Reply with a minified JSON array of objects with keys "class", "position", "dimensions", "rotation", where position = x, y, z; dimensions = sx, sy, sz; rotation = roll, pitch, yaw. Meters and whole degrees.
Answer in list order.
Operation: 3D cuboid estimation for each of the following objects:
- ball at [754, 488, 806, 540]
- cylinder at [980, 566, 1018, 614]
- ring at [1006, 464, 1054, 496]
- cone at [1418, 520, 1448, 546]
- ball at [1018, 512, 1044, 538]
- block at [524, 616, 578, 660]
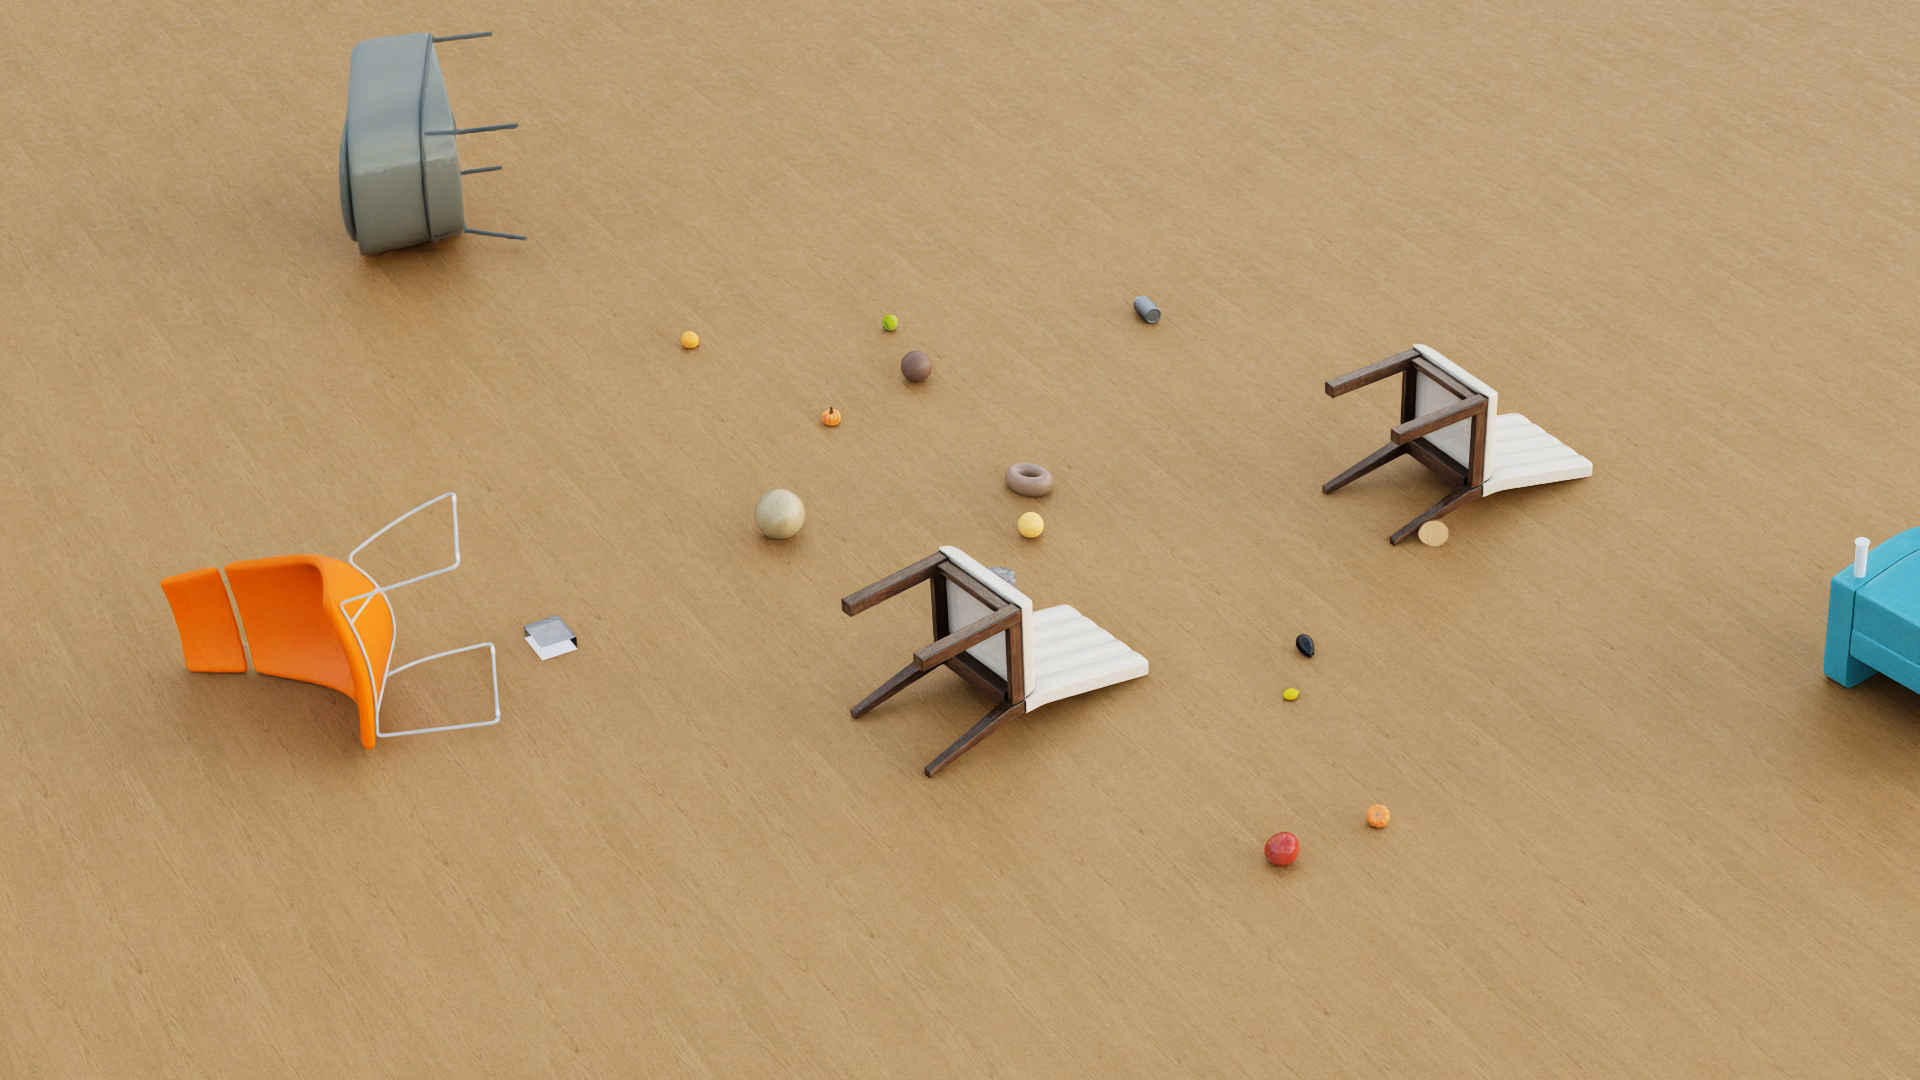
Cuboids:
[{"class":"ball","position":[-0.671,-0.097,10.919],"dimensions":[0.189,0.189,0.189],"rotation":[0,33,0]},{"class":"cylinder","position":[0.139,0.182,10.594],"dimensions":[0.132,0.081,0.191],"rotation":[0,33,1]},{"class":"ring","position":[0.265,-0.231,11.222],"dimensions":[0.199,0.082,0.140],"rotation":[18,39,27]},{"class":"cone","position":[1.773,-0.025,10.945],"dimensions":[0.110,0.094,0.080],"rotation":[-5,0,15]},{"class":"ball","position":[0.264,-0.056,10.941],"dimensions":[0.097,0.097,0.097],"rotation":[0,33,0]},{"class":"block","position":[-1.449,0.345,10.373],"dimensions":[0.135,0.053,0.157],"rotation":[-18,37,-25]}]
